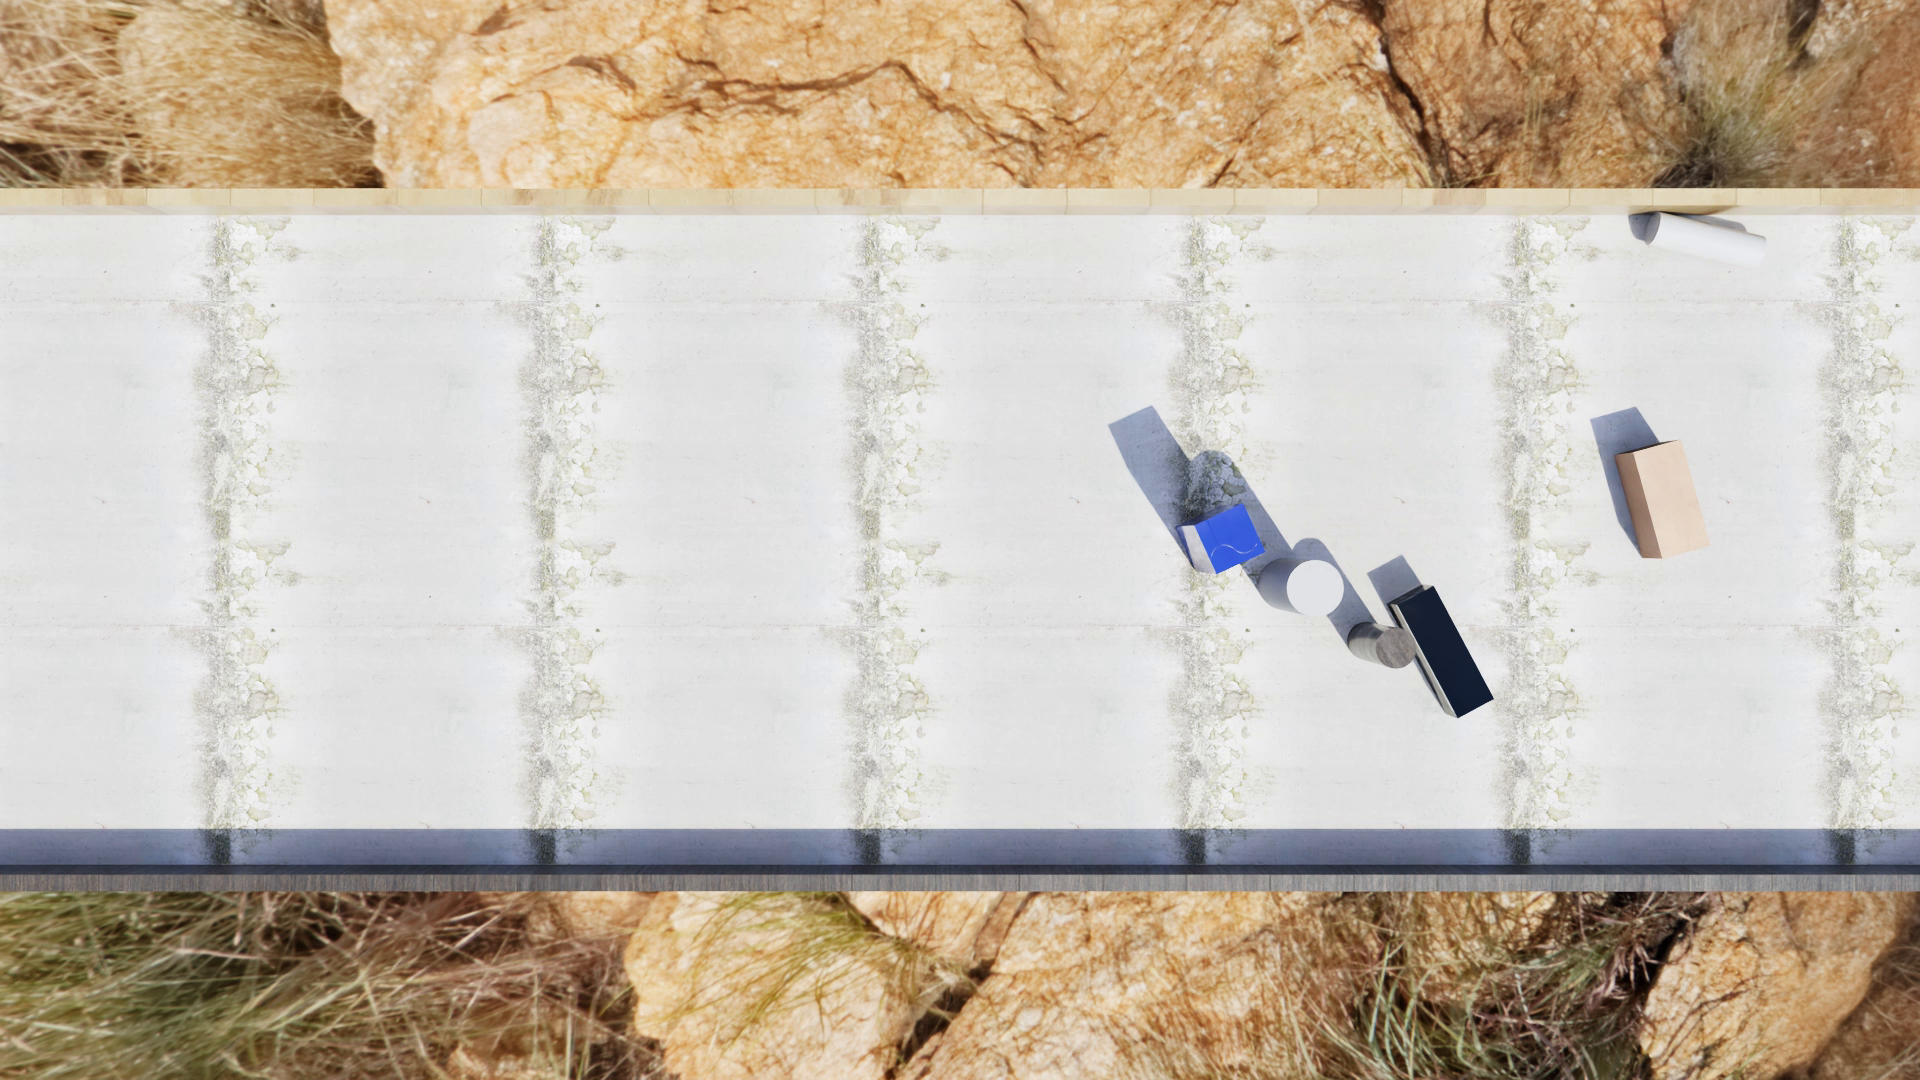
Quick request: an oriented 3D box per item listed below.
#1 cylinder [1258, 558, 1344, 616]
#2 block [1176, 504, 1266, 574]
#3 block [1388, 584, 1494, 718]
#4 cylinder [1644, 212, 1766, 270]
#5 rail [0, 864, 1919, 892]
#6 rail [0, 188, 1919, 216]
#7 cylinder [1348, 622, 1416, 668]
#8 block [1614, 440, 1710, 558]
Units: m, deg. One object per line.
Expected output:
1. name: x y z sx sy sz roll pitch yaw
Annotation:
1. cylinder: 0.998 0.136 4.854 0.160 0.445 0.160 0 90 0
2. block: 0.762 -0.004 4.868 0.152 0.417 0.152 -25 90 0
3. block: 1.459 0.336 5.014 0.125 0.125 0.387 -28 90 0
4. cylinder: 2.270 -0.913 5.025 0.329 0.104 0.104 13 90 0
5. rail: -2.247 1.025 5.001 12.000 0.150 0.050 0 90 0
6. rail: -2.247 -1.025 5.002 12.000 0.150 0.050 0 90 0
7. cylinder: 1.251 0.311 4.903 0.118 0.347 0.118 0 90 0
8. block: 2.127 -0.122 5.002 0.149 0.149 0.330 -15 90 0
